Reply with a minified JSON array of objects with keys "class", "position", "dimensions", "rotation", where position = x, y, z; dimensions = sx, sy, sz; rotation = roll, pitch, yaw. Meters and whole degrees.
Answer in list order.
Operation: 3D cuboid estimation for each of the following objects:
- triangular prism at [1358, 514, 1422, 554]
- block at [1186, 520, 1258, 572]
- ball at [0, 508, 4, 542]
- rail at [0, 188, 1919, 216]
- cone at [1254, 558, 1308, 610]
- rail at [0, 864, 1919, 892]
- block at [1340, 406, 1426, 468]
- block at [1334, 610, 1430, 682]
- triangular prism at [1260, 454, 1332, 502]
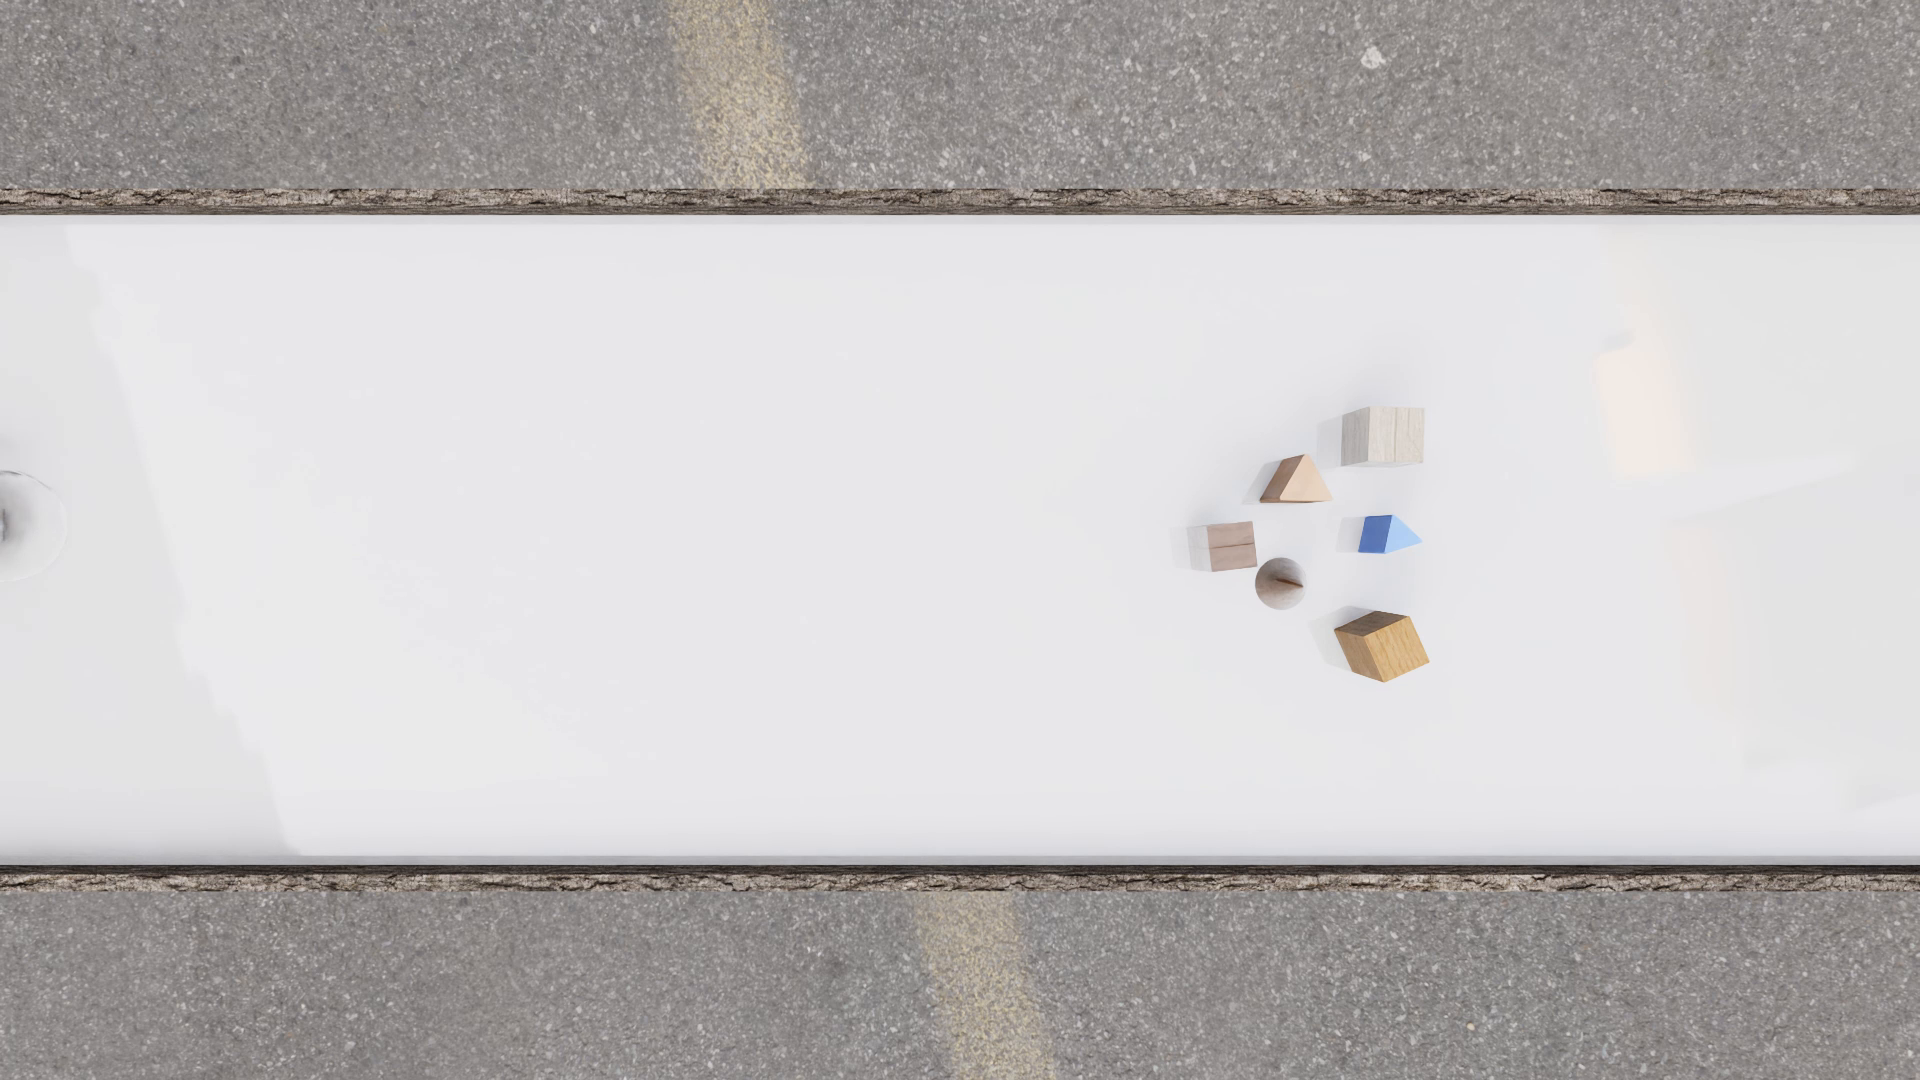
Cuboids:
[{"class":"triangular prism","position":[1.266,-0.026,4.918],"dimensions":[0.113,0.316,0.098],"rotation":[-17,90,0]},{"class":"block","position":[0.770,0.018,4.870],"dimensions":[0.131,0.412,0.131],"rotation":[-7,90,0]},{"class":"ball","position":[-3.045,-0.045,4.898],"dimensions":[0.357,0.357,0.357],"rotation":[0,90,0]},{"class":"rail","position":[-2.247,-1.025,5.002],"dimensions":[12.000,0.150,0.050],"rotation":[0,90,0]},{"class":"cone","position":[0.988,0.134,4.908],"dimensions":[0.162,0.337,0.162],"rotation":[0,90,0]},{"class":"rail","position":[-2.247,1.025,5.001],"dimensions":[12.000,0.150,0.050],"rotation":[0,90,0]},{"class":"block","position":[1.254,-0.303,4.905],"dimensions":[0.159,0.342,0.159],"rotation":[2,90,0]},{"class":"block","position":[1.244,0.312,4.886],"dimensions":[0.144,0.381,0.144],"rotation":[-24,90,0]},{"class":"triangular prism","position":[0.999,-0.183,4.914],"dimensions":[0.152,0.324,0.132],"rotation":[1,90,0]}]
